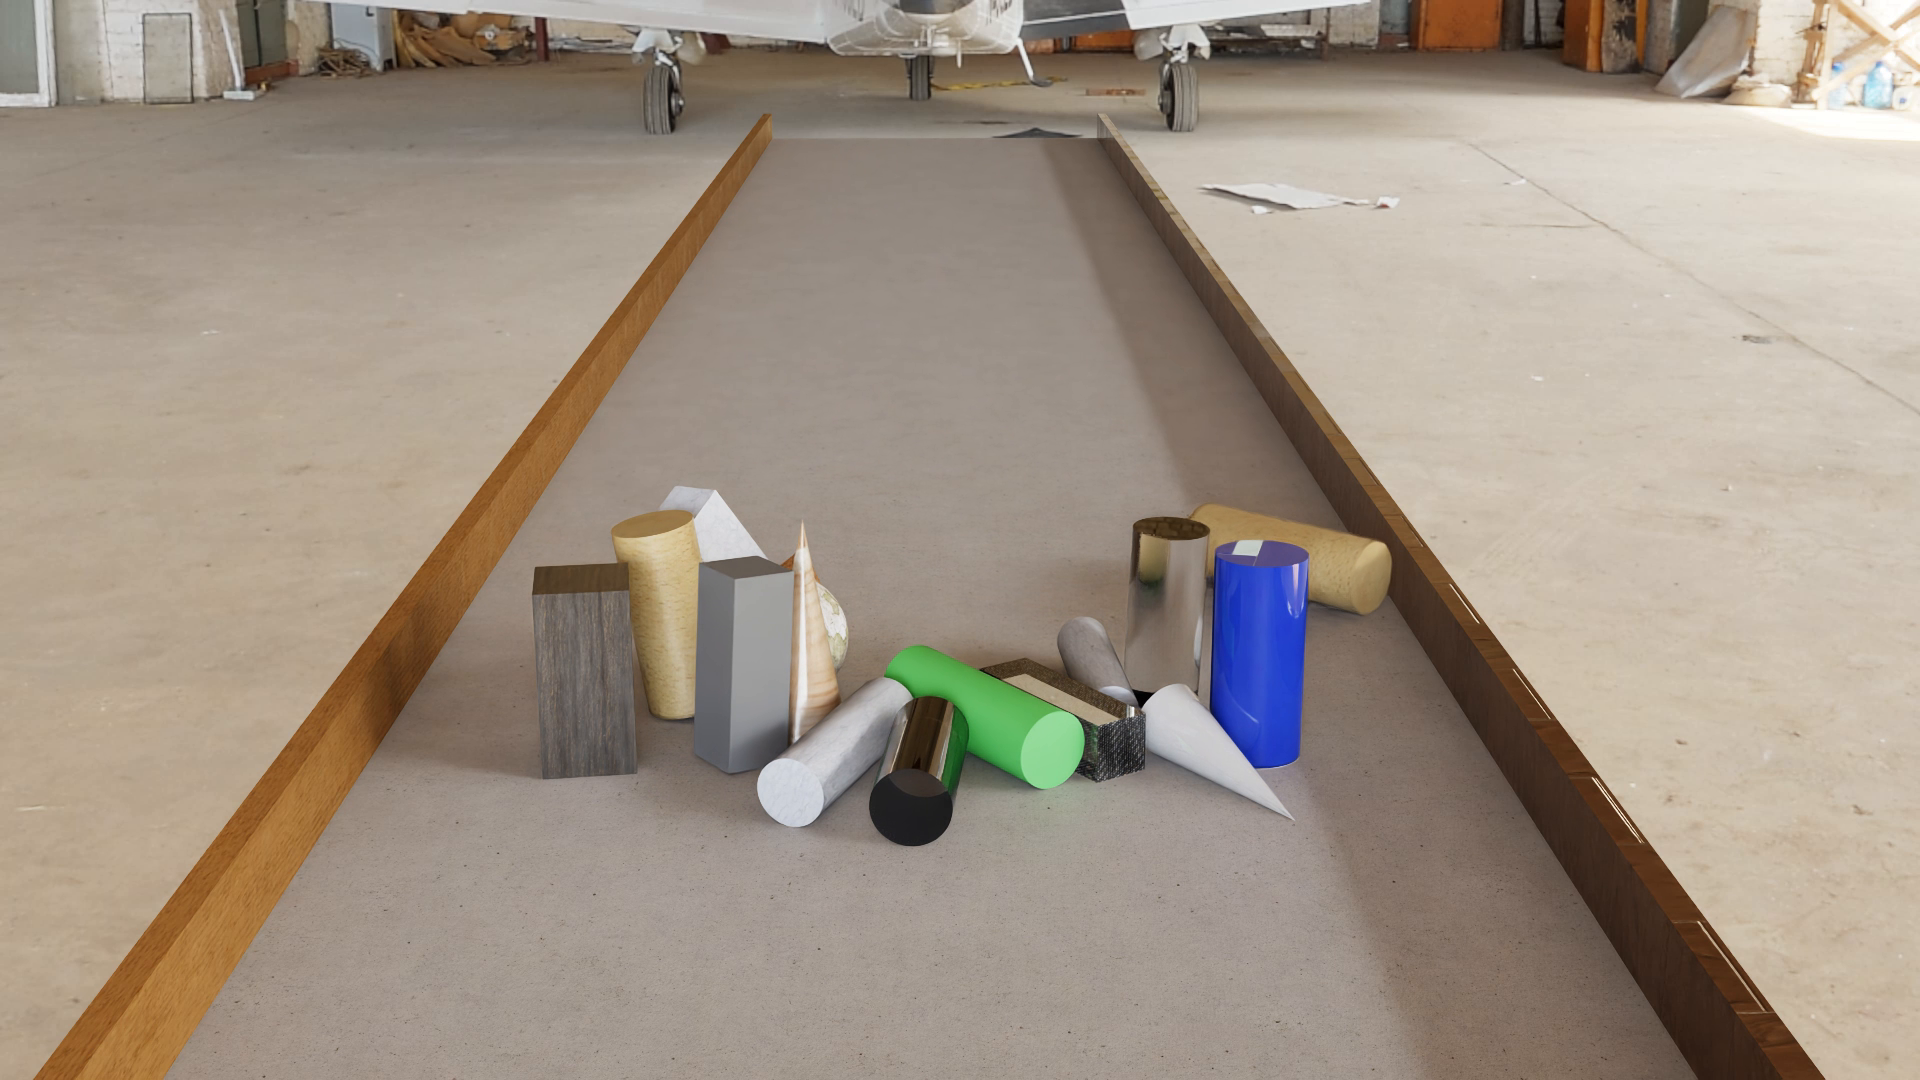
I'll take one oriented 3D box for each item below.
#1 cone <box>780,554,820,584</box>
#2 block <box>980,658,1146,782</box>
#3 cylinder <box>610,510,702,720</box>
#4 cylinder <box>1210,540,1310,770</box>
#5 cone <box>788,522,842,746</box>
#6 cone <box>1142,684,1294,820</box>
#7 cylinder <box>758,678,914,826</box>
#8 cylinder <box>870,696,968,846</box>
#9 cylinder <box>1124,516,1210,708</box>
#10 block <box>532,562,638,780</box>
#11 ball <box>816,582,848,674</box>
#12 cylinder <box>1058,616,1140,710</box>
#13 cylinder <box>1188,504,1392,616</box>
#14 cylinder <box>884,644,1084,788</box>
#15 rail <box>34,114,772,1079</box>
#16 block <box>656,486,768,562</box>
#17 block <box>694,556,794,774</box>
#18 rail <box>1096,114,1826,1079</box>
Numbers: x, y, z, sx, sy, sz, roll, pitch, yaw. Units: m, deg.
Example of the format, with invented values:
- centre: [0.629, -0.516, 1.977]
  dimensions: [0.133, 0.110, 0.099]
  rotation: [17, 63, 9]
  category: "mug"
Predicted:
- centre: [-0.444, 0.160, 4.543]
  dimensions: [0.311, 0.171, 0.171]
  rotation: [-23, 23, -17]
  category: "cone"
- centre: [0.180, 0.321, 3.963]
  dimensions: [0.106, 0.106, 0.351]
  rotation: [-11, 20, -33]
  category: "block"
- centre: [-0.539, 0.139, 4.098]
  dimensions: [0.154, 0.359, 0.154]
  rotation: [-8, 18, 3]
  category: "cylinder"
- centre: [0.528, 0.202, 3.895]
  dimensions: [0.164, 0.372, 0.164]
  rotation: [0, 17, 0]
  category: "cylinder"
- centre: [-0.282, 0.162, 3.953]
  dimensions: [0.166, 0.410, 0.166]
  rotation: [1, 15, 0]
  category: "cone"
- centre: [0.464, 0.392, 3.790]
  dimensions: [0.136, 0.136, 0.363]
  rotation: [-10, 30, -31]
  category: "cone"
- centre: [-0.207, 0.361, 3.803]
  dimensions: [0.120, 0.120, 0.413]
  rotation: [6, 18, 20]
  category: "cylinder"
- centre: [-0.065, 0.384, 3.698]
  dimensions: [0.136, 0.136, 0.331]
  rotation: [1, 17, 5]
  category: "cylinder"
- centre: [0.389, 0.139, 4.156]
  dimensions: [0.145, 0.338, 0.145]
  rotation: [2, 18, -1]
  category: "cylinder"
- centre: [-0.658, 0.228, 3.867]
  dimensions: [0.163, 0.337, 0.163]
  rotation: [-3, 17, -8]
  category: "block"
- centre: [-0.335, 0.185, 4.173]
  dimensions: [0.246, 0.246, 0.246]
  rotation: [0, 17, 0]
  category: "ball"
- centre: [0.260, 0.257, 4.186]
  dimensions: [0.102, 0.102, 0.400]
  rotation: [-1, 16, -4]
  category: "cylinder"
- centre: [0.710, 0.039, 4.815]
  dimensions: [0.444, 0.160, 0.160]
  rotation: [15, 22, 40]
  category: "cylinder"
- centre: [0.036, 0.311, 3.936]
  dimensions: [0.139, 0.139, 0.423]
  rotation: [-12, 20, -34]
  category: "cylinder"
- centre: [-1.118, -0.838, 7.780]
  dimensions: [0.050, 0.150, 12.000]
  rotation: [0, 17, -1]
  category: "rail"
- centre: [-0.447, 0.072, 4.298]
  dimensions: [0.114, 0.390, 0.114]
  rotation: [7, 53, 41]
  category: "block"
- centre: [-0.381, 0.217, 3.868]
  dimensions: [0.120, 0.351, 0.120]
  rotation: [-7, 18, -37]
  category: "block"
- centre: [0.932, -0.844, 7.801]
  dimensions: [0.050, 0.150, 12.000]
  rotation: [0, 17, -1]
  category: "rail"
